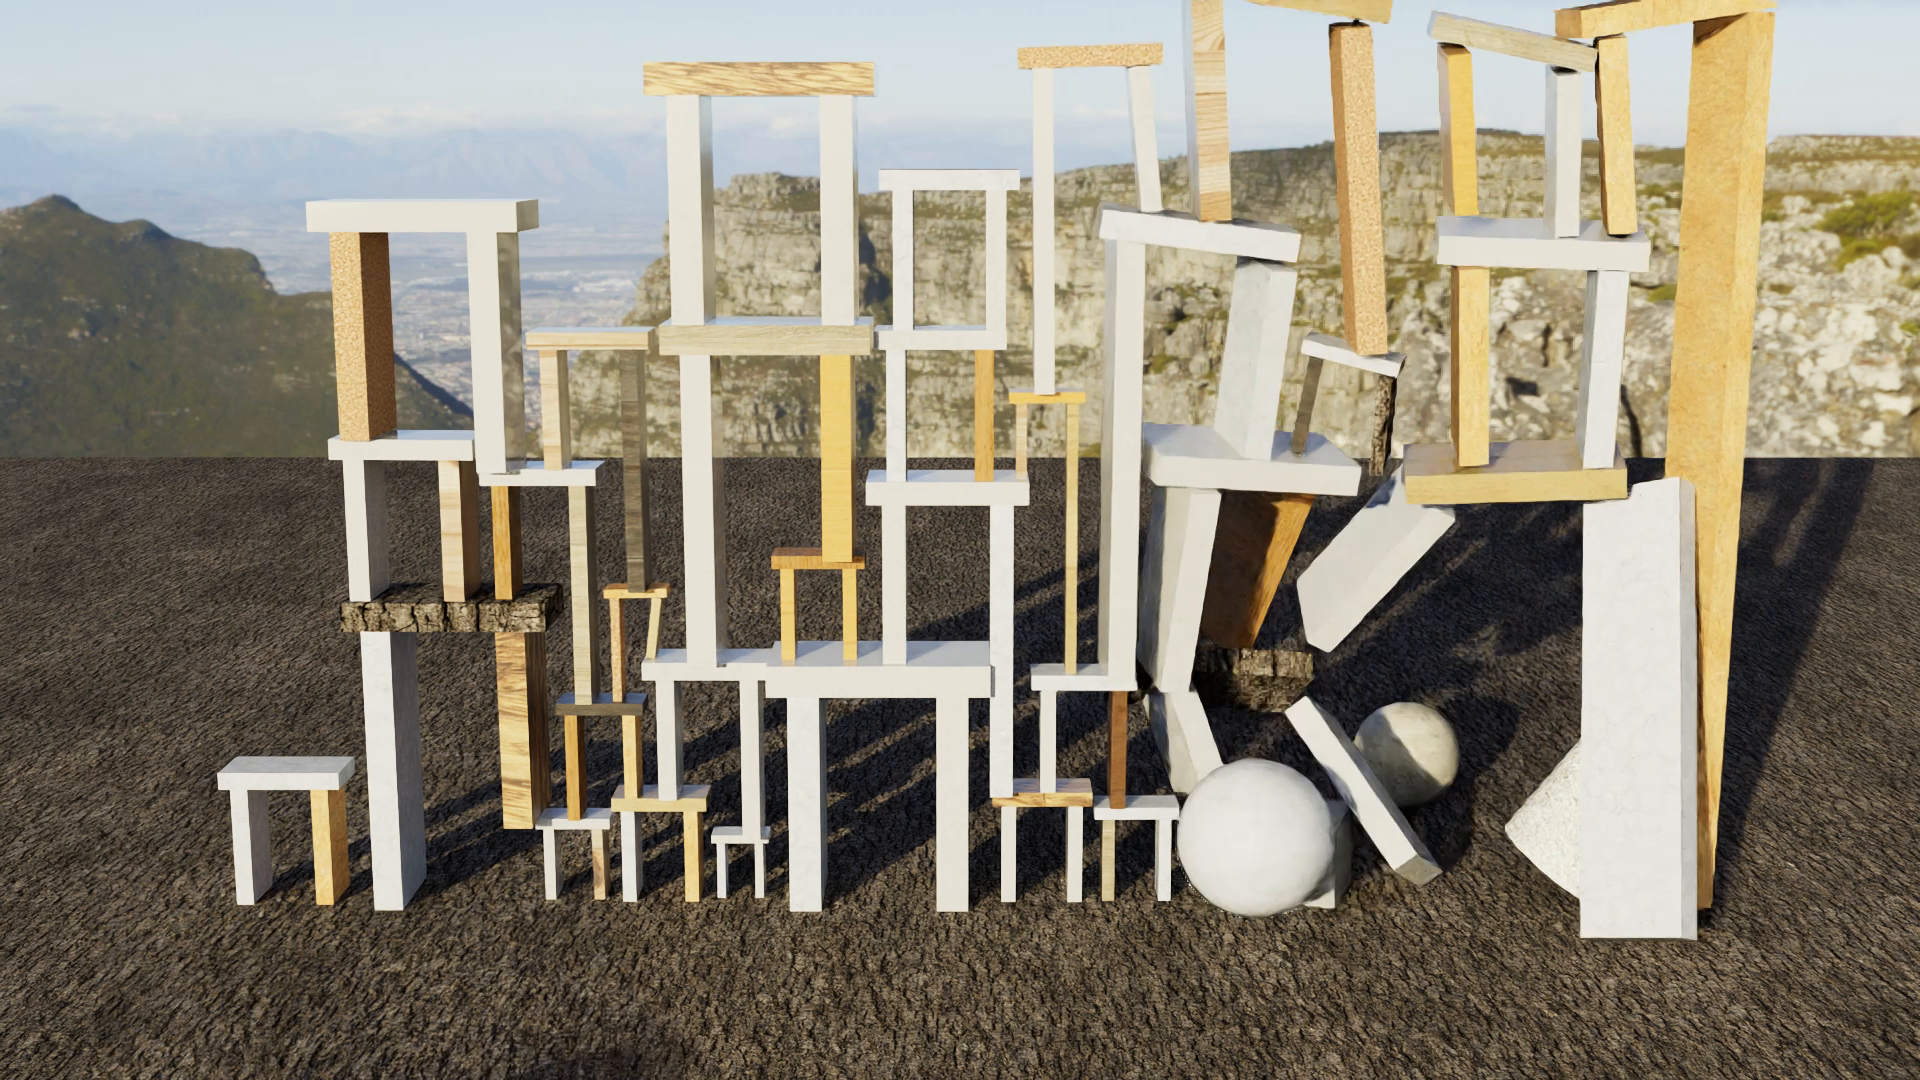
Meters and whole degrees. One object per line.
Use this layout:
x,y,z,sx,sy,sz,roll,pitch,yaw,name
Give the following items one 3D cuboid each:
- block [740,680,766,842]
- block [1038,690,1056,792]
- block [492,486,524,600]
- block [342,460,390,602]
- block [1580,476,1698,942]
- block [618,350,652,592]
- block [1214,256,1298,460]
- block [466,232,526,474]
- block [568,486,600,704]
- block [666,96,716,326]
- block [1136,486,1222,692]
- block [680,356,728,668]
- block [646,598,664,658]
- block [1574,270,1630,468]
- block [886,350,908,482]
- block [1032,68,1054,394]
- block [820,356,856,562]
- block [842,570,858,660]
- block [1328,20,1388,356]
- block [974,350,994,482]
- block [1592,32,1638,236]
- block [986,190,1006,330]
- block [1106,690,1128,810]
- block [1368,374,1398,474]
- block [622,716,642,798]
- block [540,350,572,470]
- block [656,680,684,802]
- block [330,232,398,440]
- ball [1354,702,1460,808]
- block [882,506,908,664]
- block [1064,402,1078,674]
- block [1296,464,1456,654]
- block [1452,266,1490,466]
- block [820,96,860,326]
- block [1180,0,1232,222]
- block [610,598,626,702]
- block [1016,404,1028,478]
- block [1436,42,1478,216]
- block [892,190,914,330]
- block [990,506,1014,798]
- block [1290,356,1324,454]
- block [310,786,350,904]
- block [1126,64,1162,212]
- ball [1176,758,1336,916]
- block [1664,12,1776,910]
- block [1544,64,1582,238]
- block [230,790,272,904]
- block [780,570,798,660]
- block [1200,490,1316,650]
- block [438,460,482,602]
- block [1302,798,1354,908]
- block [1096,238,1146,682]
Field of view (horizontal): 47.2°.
-0.341,0.351,3.624,0.029,0.271,0.101,0,11,0,block
0.144,0.321,3.621,0.024,0.172,0.086,0,11,0,block
-0.733,-0.004,3.561,0.026,0.184,0.092,0,11,0,block
-0.958,-0.025,3.552,0.032,0.229,0.114,0,11,1,block
1.070,0.265,3.467,0.049,0.722,0.172,17,-19,-40,block
-0.521,-0.116,3.533,0.027,0.390,0.095,-1,11,0,block
0.472,-0.300,3.531,0.043,0.307,0.153,0,21,-14,block
-0.736,-0.305,3.502,0.046,0.375,0.162,0,11,1,block
-0.610,0.082,3.576,0.026,0.359,0.092,0,11,0,block
-0.422,-0.521,3.463,0.050,0.350,0.175,0,11,0,block
0.352,0.056,3.620,0.049,0.346,0.173,2,22,-14,block
-0.413,-0.057,3.549,0.046,0.500,0.164,0,11,0,block
-0.497,0.139,3.587,0.014,0.101,0.050,7,10,-1,block
1.024,-0.291,3.513,0.045,0.318,0.159,2,20,10,block
-0.101,-0.205,3.520,0.030,0.209,0.104,0,11,0,block
0.131,-0.487,3.469,0.031,0.503,0.111,-1,11,1,block
-0.194,-0.142,3.533,0.046,0.328,0.164,0,11,0,block
-0.178,0.113,3.584,0.021,0.149,0.075,0,11,0,block
0.625,-0.553,3.454,0.047,0.502,0.166,-5,16,4,block
0.039,-0.205,3.520,0.030,0.209,0.104,0,11,1,block
1.014,-0.631,3.406,0.042,0.294,0.147,-4,15,14,block
0.056,-0.444,3.476,0.031,0.218,0.109,0,11,0,block
0.258,0.335,3.624,0.024,0.200,0.086,0,11,-1,block
0.686,-0.194,3.561,0.022,0.158,0.079,8,23,16,block
-0.539,0.348,3.620,0.020,0.140,0.070,0,11,0,block
-0.646,-0.213,3.513,0.027,0.191,0.095,-1,11,0,block
-0.477,0.317,3.617,0.029,0.202,0.101,0,11,0,block
-0.949,-0.330,3.503,0.046,0.325,0.162,0,11,1,block
0.838,0.403,4.129,0.199,0.199,0.199,0,11,0,ball
-0.105,0.060,3.571,0.037,0.258,0.129,0,11,0,block
0.179,-0.006,3.560,0.017,0.442,0.060,0,11,-1,block
0.713,0.020,3.799,0.049,0.344,0.172,26,33,-18,block
0.818,-0.295,3.529,0.045,0.318,0.159,-2,20,8,block
-0.189,-0.520,3.462,0.050,0.350,0.175,0,11,0,block
0.382,-0.671,3.418,0.047,0.332,0.166,-4,14,1,block
-0.558,0.174,3.592,0.014,0.172,0.050,0,11,0,block
0.098,-0.163,3.532,0.017,0.121,0.060,0,11,0,block
0.772,-0.639,3.413,0.035,0.248,0.124,-5,21,6,block
-0.089,-0.444,3.476,0.031,0.218,0.109,0,11,0,block
0.067,0.170,3.591,0.037,0.481,0.129,0,11,0,block
0.565,-0.227,3.573,0.022,0.158,0.079,12,19,8,block
-1.044,0.494,3.647,0.028,0.196,0.098,0,11,0,block
0.287,-0.628,3.435,0.031,0.221,0.111,-6,13,3,block
0.468,0.471,3.481,0.249,0.249,0.249,0,11,0,ball
1.191,-0.110,3.525,0.042,1.428,0.147,-3,12,-16,block
0.936,-0.607,3.419,0.035,0.247,0.124,-2,20,7,block
-1.175,0.494,3.647,0.028,0.196,0.098,0,11,0,block
-0.278,0.113,3.582,0.021,0.149,0.075,0,11,0,block
0.513,0.009,3.892,0.049,0.347,0.173,12,17,-29,block
-0.807,-0.025,3.551,0.032,0.229,0.114,0,11,1,block
0.571,0.517,3.674,0.141,0.141,0.141,4,11,21,block
0.258,-0.130,3.535,0.043,0.697,0.153,0,11,-3,block
